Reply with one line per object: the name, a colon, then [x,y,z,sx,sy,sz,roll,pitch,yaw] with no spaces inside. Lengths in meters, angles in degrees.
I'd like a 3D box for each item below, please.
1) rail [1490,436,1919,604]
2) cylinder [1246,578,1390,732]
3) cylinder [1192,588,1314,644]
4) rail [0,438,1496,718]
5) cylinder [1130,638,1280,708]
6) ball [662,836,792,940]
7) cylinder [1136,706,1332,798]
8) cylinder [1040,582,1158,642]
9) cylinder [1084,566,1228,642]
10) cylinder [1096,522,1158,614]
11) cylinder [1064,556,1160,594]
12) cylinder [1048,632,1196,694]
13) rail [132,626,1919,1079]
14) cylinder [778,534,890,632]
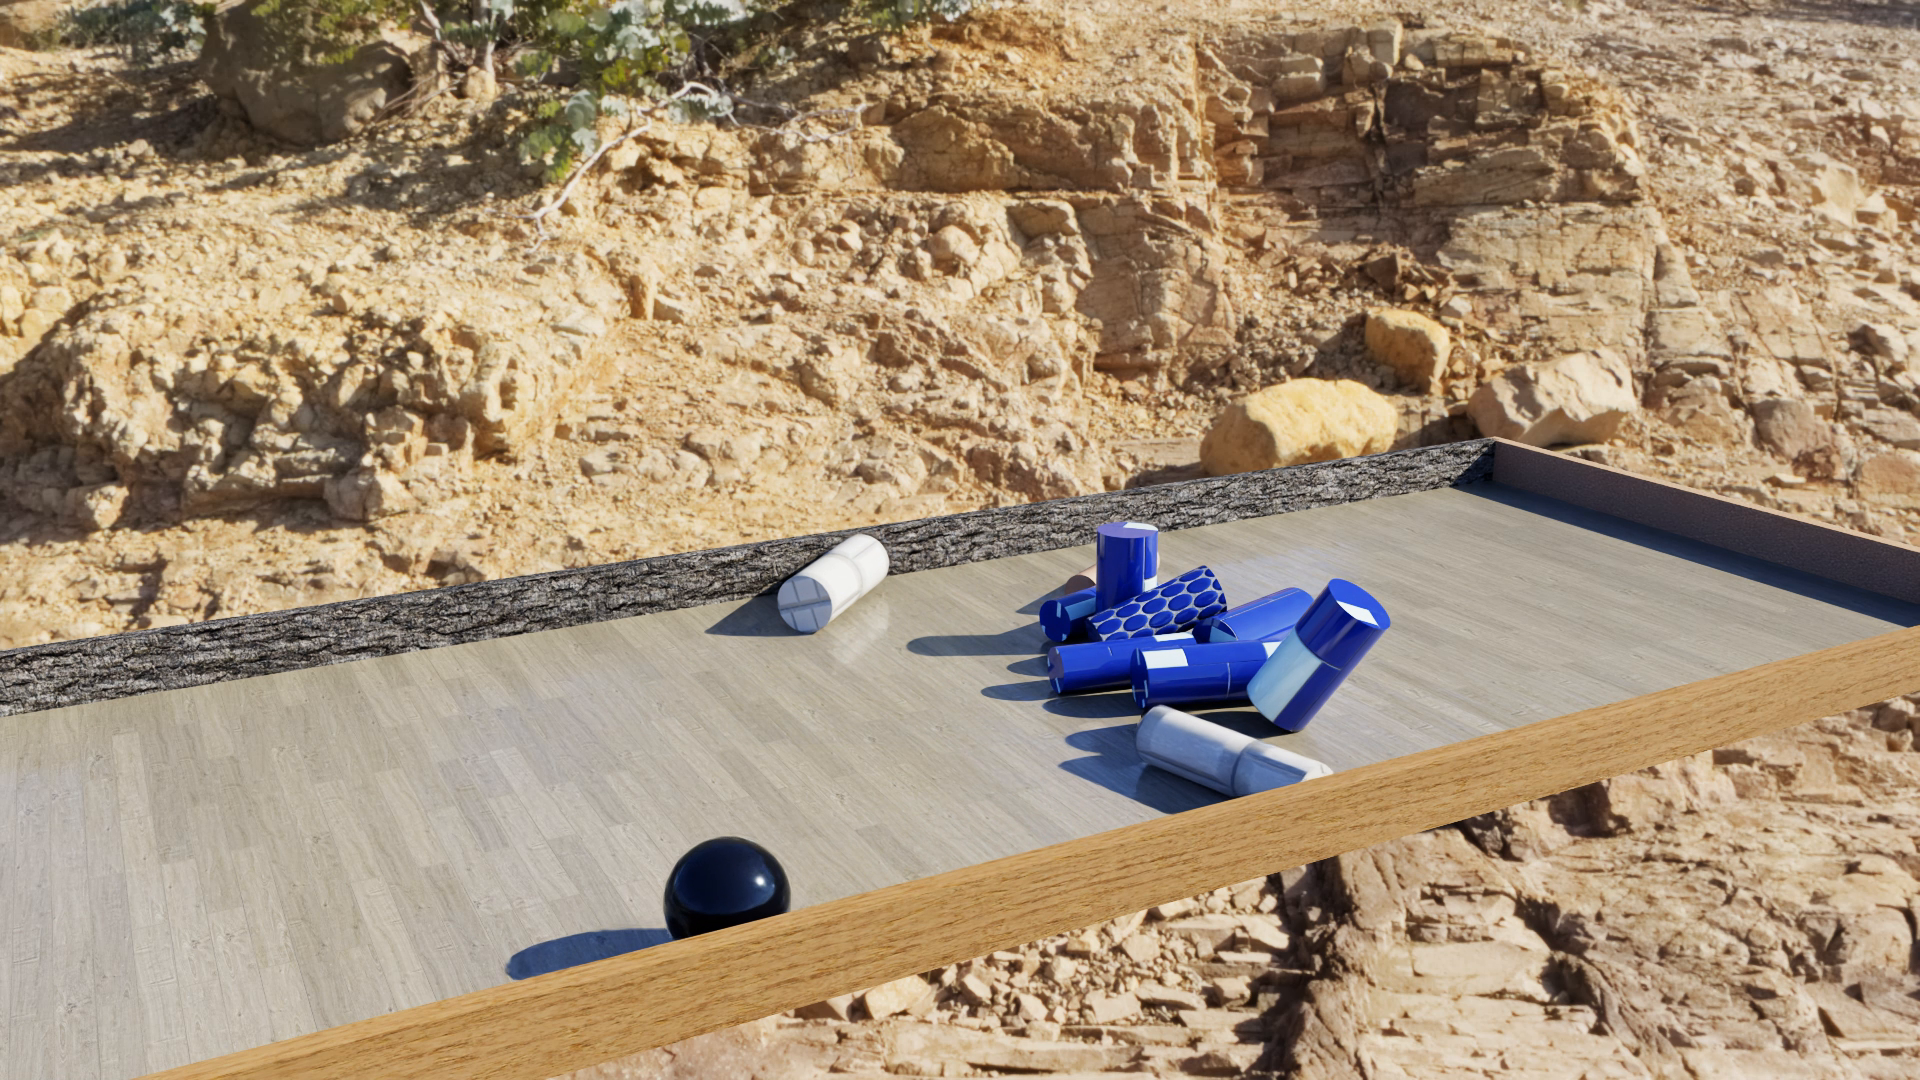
rail: [2.466,-0.048,5.253,0.050,0.150,2.100,-9,18,-27]
cylinder: [0.822,0.266,3.795,0.166,0.332,0.166,24,29,-15]
cylinder: [0.768,0.237,4.271,0.356,0.156,0.156,-16,22,-42]
rail: [-3.305,0.497,3.399,12.000,0.150,0.050,-9,18,-27]
cylinder: [0.604,0.322,4.002,0.354,0.145,0.145,-3,17,-11]
ball: [-0.401,0.623,2.844,0.221,0.221,0.221,0,16,0]
cylinder: [0.577,0.474,3.509,0.132,0.132,0.428,-14,22,-40]
cylinder: [0.388,0.181,4.536,0.370,0.115,0.115,-15,22,-41]
cylinder: [0.505,0.196,4.254,0.340,0.138,0.138,-24,21,-10]
cylinder: [0.441,0.124,4.375,0.160,0.313,0.160,0,16,0]
cylinder: [0.447,0.104,4.804,0.111,0.111,0.395,10,19,30]
cylinder: [0.408,0.305,4.112,0.360,0.116,0.116,-5,17,-17]
rail: [-2.336,1.006,1.665,12.000,0.150,0.050,-9,18,-27]
cylinder: [-0.353,0.118,4.667,0.162,0.162,0.425,5,17,18]
